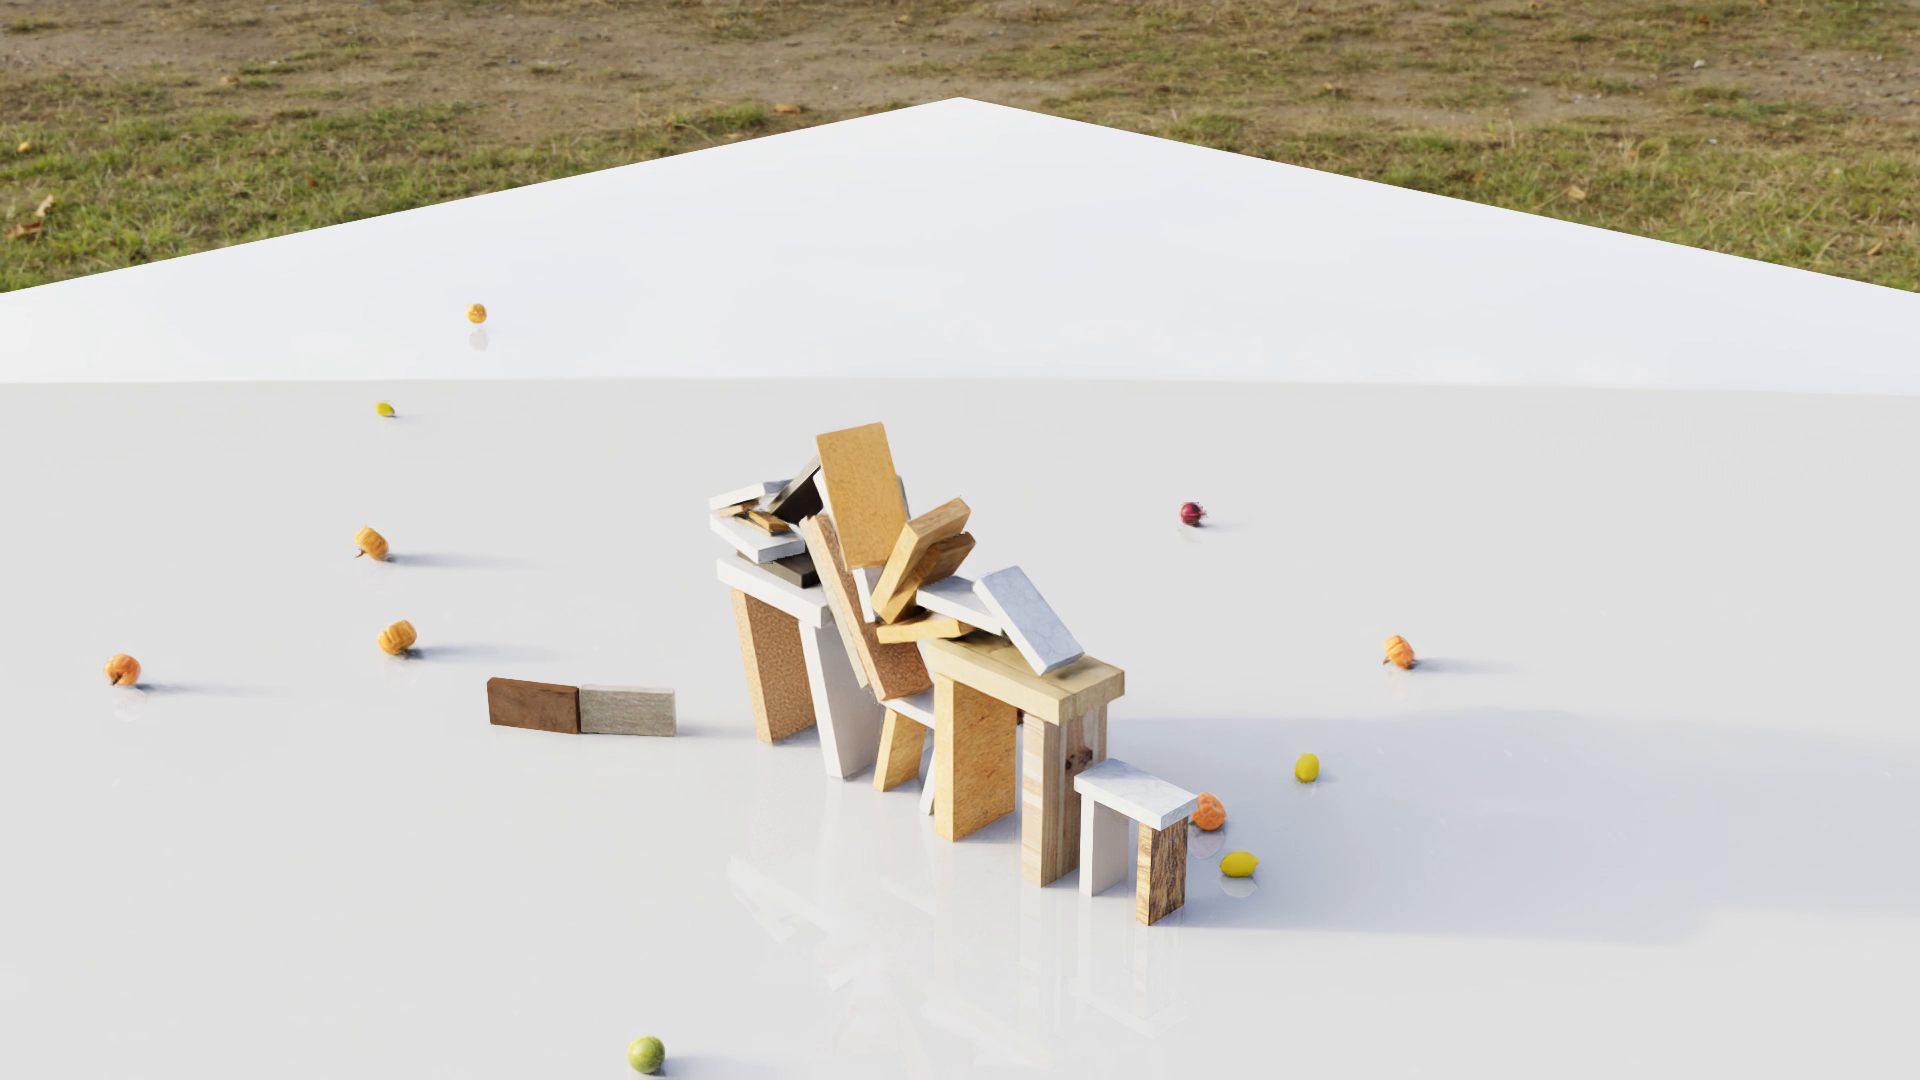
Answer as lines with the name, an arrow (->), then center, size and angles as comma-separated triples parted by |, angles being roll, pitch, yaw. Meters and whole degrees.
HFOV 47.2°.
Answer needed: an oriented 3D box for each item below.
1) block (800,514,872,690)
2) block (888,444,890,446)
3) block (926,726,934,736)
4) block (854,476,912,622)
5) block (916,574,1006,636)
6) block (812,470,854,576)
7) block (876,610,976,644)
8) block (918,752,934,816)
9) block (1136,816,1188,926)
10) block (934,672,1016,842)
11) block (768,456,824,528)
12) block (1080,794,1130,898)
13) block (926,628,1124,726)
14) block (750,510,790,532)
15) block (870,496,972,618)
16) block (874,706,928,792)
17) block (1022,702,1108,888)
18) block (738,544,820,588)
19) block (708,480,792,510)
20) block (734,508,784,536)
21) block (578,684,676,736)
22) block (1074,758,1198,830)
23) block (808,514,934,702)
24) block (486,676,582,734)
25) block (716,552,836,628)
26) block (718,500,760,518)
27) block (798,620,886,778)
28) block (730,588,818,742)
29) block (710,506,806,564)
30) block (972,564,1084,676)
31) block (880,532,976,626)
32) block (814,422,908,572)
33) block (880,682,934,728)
block -> -0.212, 0.118, 4.485 | 0.112, 0.032, 0.377 | -8, 68, -36
block -> -0.188, -0.117, 4.502 | 0.094, 0.027, 0.187 | 14, 59, -30
block -> -0.136, 0.380, 4.829 | 0.204, 0.029, 0.102 | 16, 28, 33
block -> -0.155, 0.018, 4.431 | 0.137, 0.274, 0.039 | -12, -1, -35
block -> 0.032, 0.124, 4.246 | 0.217, 0.031, 0.108 | 19, 28, 38
block -> -0.205, -0.043, 4.495 | 0.116, 0.231, 0.033 | -11, -19, -37
block -> -0.044, 0.165, 4.339 | 0.231, 0.033, 0.116 | -8, 9, 46
block -> -0.017, 0.454, 4.431 | 0.102, 0.203, 0.029 | -21, 47, -41
block -> 0.375, 0.600, 4.077 | 0.030, 0.212, 0.106 | 21, 31, 41
block -> 0.031, 0.403, 4.354 | 0.051, 0.357, 0.179 | 22, 31, 40
block -> -0.308, -0.109, 4.623 | 0.094, 0.187, 0.027 | 26, 28, -43
block -> 0.275, 0.561, 4.168 | 0.030, 0.211, 0.106 | 21, 31, 41
block -> 0.121, 0.245, 4.194 | 0.179, 0.051, 0.357 | -20, 29, -39
block -> -0.402, -0.040, 4.627 | 0.047, 0.013, 0.094 | 5, 15, -33
block -> -0.079, 0.034, 4.298 | 0.137, 0.275, 0.039 | -27, 68, -34
block -> -0.118, 0.414, 4.523 | 0.102, 0.203, 0.029 | -21, 44, -41
block -> 0.200, 0.468, 4.199 | 0.179, 0.357, 0.051 | -21, 31, -41
block -> -0.358, 0.039, 4.637 | 0.112, 0.032, 0.224 | -19, 30, -37
block -> -0.441, -0.096, 4.689 | 0.094, 0.027, 0.187 | -8, -4, -45
block -> -0.424, -0.037, 4.676 | 0.047, 0.013, 0.125 | -22, 32, -37
block -> -0.719, 0.369, 4.759 | 0.204, 0.102, 0.029 | 2, 20, 6
block -> 0.325, 0.469, 4.075 | 0.211, 0.030, 0.106 | 21, 31, 41
block -> -0.182, 0.128, 4.454 | 0.116, 0.033, 0.407 | -10, 69, -35
block -> -0.925, 0.360, 4.781 | 0.204, 0.102, 0.029 | 5, 24, 12
block -> -0.339, 0.087, 4.624 | 0.169, 0.048, 0.338 | -21, 31, -40
block -> -0.470, -0.067, 4.684 | 0.047, 0.013, 0.095 | -18, 2, -37
block -> -0.229, 0.308, 4.600 | 0.169, 0.338, 0.048 | -21, 17, -41
block -> -0.386, 0.247, 4.745 | 0.169, 0.338, 0.048 | -21, 18, -40
block -> -0.432, -0.014, 4.680 | 0.112, 0.032, 0.224 | -14, 27, -29
block -> 0.129, 0.150, 4.148 | 0.108, 0.031, 0.217 | -18, 63, -44
block -> -0.063, 0.076, 4.315 | 0.108, 0.217, 0.031 | -18, 61, -49
block -> -0.189, -0.087, 4.357 | 0.137, 0.275, 0.039 | -12, -12, -9
block -> -0.059, 0.330, 4.424 | 0.203, 0.029, 0.102 | 22, 31, 40
